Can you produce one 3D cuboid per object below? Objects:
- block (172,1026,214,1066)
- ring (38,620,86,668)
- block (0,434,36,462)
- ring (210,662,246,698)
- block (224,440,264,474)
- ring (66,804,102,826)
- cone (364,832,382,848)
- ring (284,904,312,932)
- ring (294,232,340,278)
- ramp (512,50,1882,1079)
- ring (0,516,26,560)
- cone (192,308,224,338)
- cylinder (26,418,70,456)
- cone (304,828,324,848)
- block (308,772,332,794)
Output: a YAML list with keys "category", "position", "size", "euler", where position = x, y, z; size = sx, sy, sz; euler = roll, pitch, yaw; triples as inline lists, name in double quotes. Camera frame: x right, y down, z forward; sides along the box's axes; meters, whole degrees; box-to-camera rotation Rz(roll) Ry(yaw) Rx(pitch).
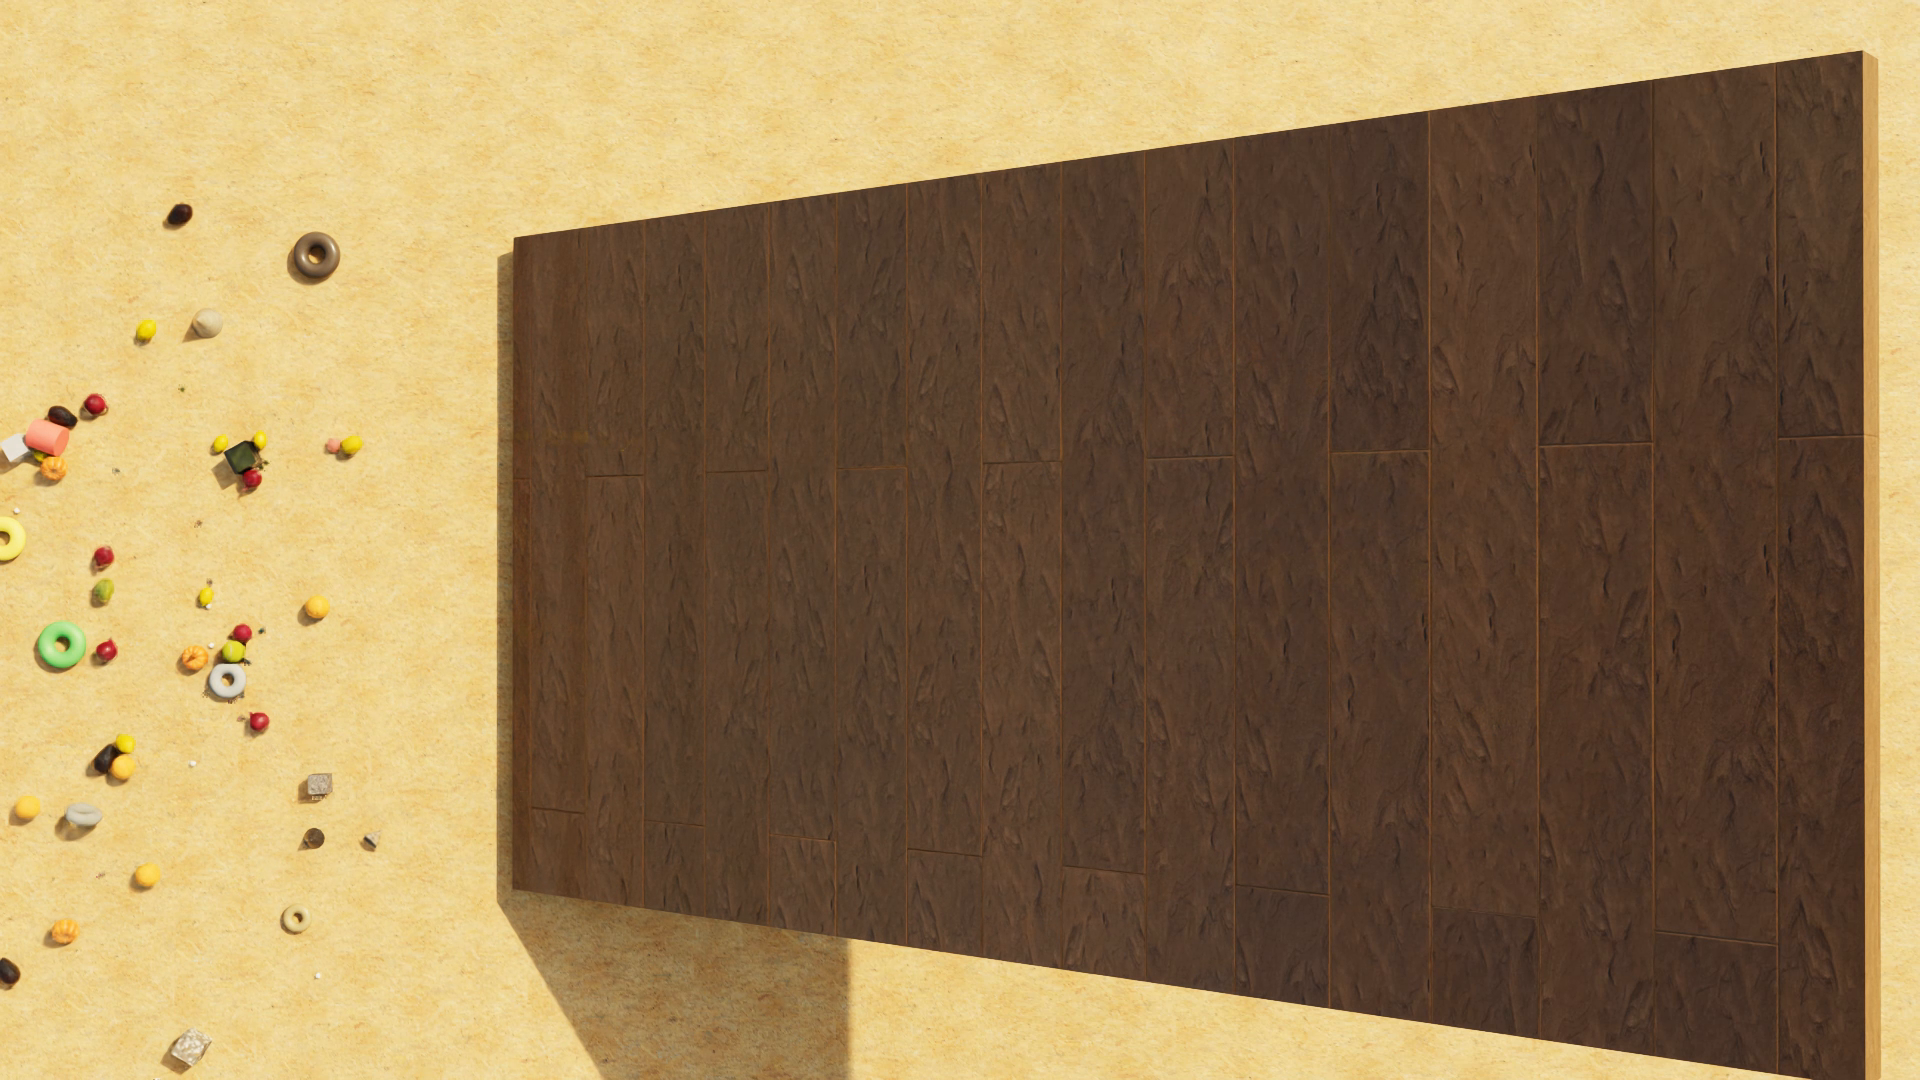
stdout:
- category: "block"
  position: [-2.366, 1.560, 6.778]
  size: [0.076, 0.076, 0.076]
  euler: [31, 90, 0]
- category: "ring"
  position: [-2.776, 0.322, 6.800]
  size: [0.147, 0.049, 0.147]
  euler: [0, 89, -1]
- category: "block"
  position: [-2.910, -0.285, 6.796]
  size: [0.065, 0.065, 0.065]
  euler: [-30, 90, 0]
- category: "ring"
  position: [-2.266, 0.433, 6.805]
  size: [0.116, 0.039, 0.116]
  euler: [0, 89, -1]
- category: "block"
  position: [-2.211, -0.254, 6.790]
  size: [0.076, 0.076, 0.076]
  euler: [-29, 90, 0]
- category: "ring"
  position: [-2.695, 0.846, 6.769]
  size: [0.109, 0.109, 0.036]
  euler: [16, 105, 0]
- category: "cone"
  position: [-1.805, 0.916, 6.808]
  size: [0.054, 0.054, 0.054]
  euler: [49, 56, 0]
- category: "ring"
  position: [-2.049, 1.169, 6.804]
  size: [0.090, 0.030, 0.090]
  euler: [0, 90, 1]
- category: "ring"
  position: [-1.992, -0.882, 6.808]
  size: [0.148, 0.049, 0.148]
  euler: [0, 91, 0]
- category: "ramp"
  position: [0.217, 0.062, 5.532]
  size: [4.000, 0.100, 2.000]
  euler: [0, 90, 39]
- category: "ring"
  position: [-2.960, -0.005, 6.804]
  size: [0.138, 0.046, 0.138]
  euler: [0, 91, 0]
- category: "cone"
  position: [-2.337, -0.673, 6.782]
  size: [0.096, 0.096, 0.096]
  euler: [0, 90, 0]
- category: "cylinder"
  position: [-2.814, -0.317, 6.782]
  size: [0.093, 0.093, 0.093]
  euler: [20, 90, 0]
- category: "cone"
  position: [-2.003, 0.925, 6.787]
  size: [0.066, 0.066, 0.066]
  euler: [0, 90, 0]
- category: "block"
  position: [-1.976, 0.752, 6.792]
  size: [0.058, 0.058, 0.058]
  euler: [-2, 90, 0]
